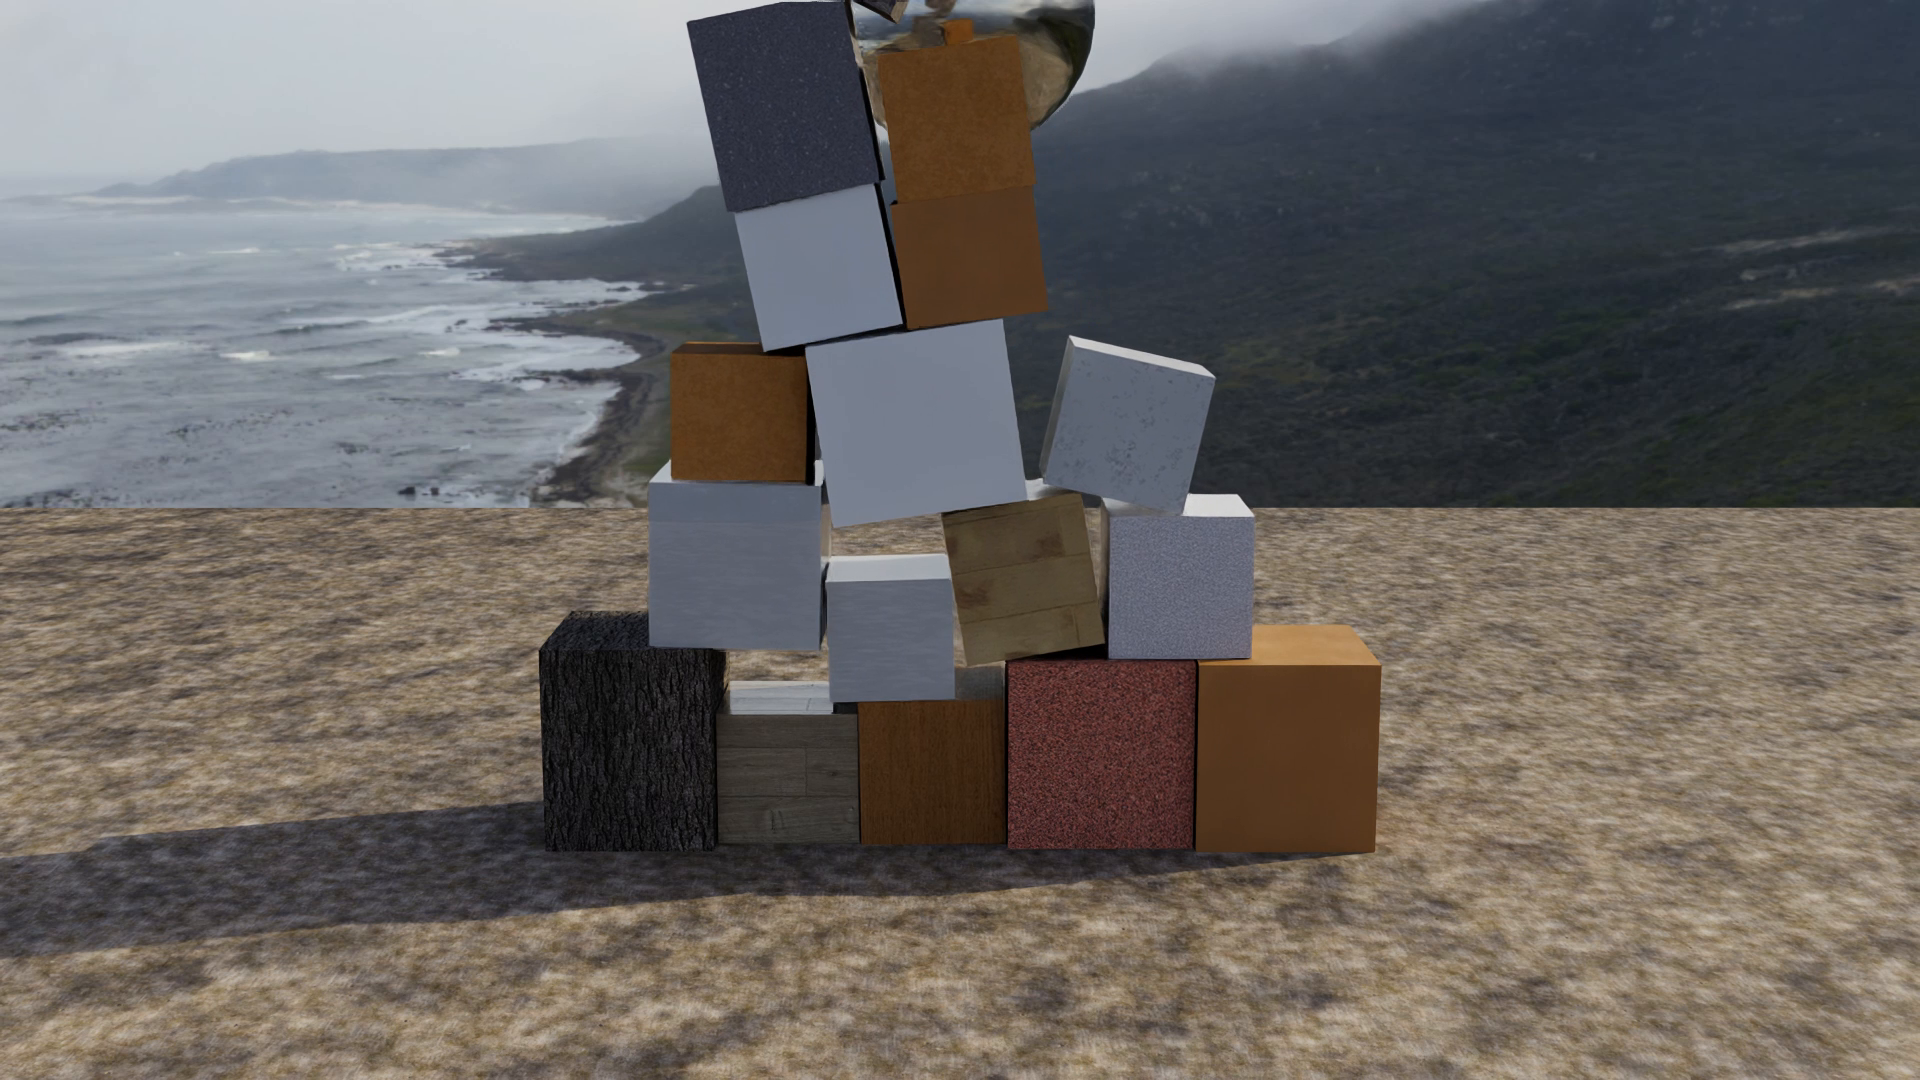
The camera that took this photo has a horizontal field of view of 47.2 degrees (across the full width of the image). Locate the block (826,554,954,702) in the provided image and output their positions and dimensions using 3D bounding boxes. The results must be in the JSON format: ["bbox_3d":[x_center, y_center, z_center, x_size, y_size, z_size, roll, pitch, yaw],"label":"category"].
[{"bbox_3d":[-0.353,0.441,11.261,0.624,0.614,0.674,-2,10,-1],"label":"block"}]

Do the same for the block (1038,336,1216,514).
[{"bbox_3d":[0.829,-0.591,11.090,0.704,0.691,0.684,12,10,-2],"label":"block"}]

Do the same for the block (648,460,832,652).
[{"bbox_3d":[-1.101,0.057,11.191,0.841,0.822,0.854,1,10,0],"label":"block"}]

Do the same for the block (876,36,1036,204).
[{"bbox_3d":[-0.010,-2.064,10.791,0.671,0.703,0.663,-8,11,2],"label":"block"}]

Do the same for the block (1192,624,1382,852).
[{"bbox_3d":[1.625,1.006,11.348,0.896,0.960,0.912,0,10,0],"label":"block"}]

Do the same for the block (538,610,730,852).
[{"bbox_3d":[-1.653,0.967,11.357,0.842,1.033,0.918,0,10,0],"label":"block"}]

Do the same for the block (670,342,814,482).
[{"bbox_3d":[-1.083,-0.655,11.078,0.664,0.619,0.640,1,10,0],"label":"block"}]

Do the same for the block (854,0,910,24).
[{"bbox_3d":[-0.452,-2.993,10.659,0.650,0.701,0.659,27,9,-3],"label":"block"}]

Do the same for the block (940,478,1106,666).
[{"bbox_3d":[0.308,0.142,11.208,0.698,0.773,0.657,-10,10,0],"label":"block"}]

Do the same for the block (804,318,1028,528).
[{"bbox_3d":[-0.208,-0.647,11.090,0.963,0.893,0.895,-8,11,2],"label":"block"}]

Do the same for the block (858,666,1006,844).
[{"bbox_3d":[-0.139,1.103,11.398,0.729,0.741,0.731,-1,10,0],"label":"block"}]

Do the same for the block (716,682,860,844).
[{"bbox_3d":[-0.865,1.142,11.400,0.713,0.674,0.688,0,10,0],"label":"block"}]

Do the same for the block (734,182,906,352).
[{"bbox_3d":[-0.678,-1.371,10.925,0.689,0.686,0.686,-11,10,2],"label":"block"}]

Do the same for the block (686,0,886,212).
[{"bbox_3d":[-0.834,-2.146,10.812,0.748,0.908,0.776,-11,10,2],"label":"block"}]

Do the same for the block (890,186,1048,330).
[{"bbox_3d":[0.049,-1.422,10.908,0.687,0.605,0.679,-8,11,2],"label":"block"}]

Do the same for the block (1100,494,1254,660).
[{"bbox_3d":[1.093,0.177,11.210,0.712,0.720,0.682,0,10,0],"label":"block"}]

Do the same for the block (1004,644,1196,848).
[{"bbox_3d":[0.704,1.007,11.373,0.927,0.950,0.854,0,10,0],"label":"block"}]

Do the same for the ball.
[{"bbox_3d":[0.000,-3.094,12.950,1.600,1.600,1.600,0,10,0],"label":"ball"}]
